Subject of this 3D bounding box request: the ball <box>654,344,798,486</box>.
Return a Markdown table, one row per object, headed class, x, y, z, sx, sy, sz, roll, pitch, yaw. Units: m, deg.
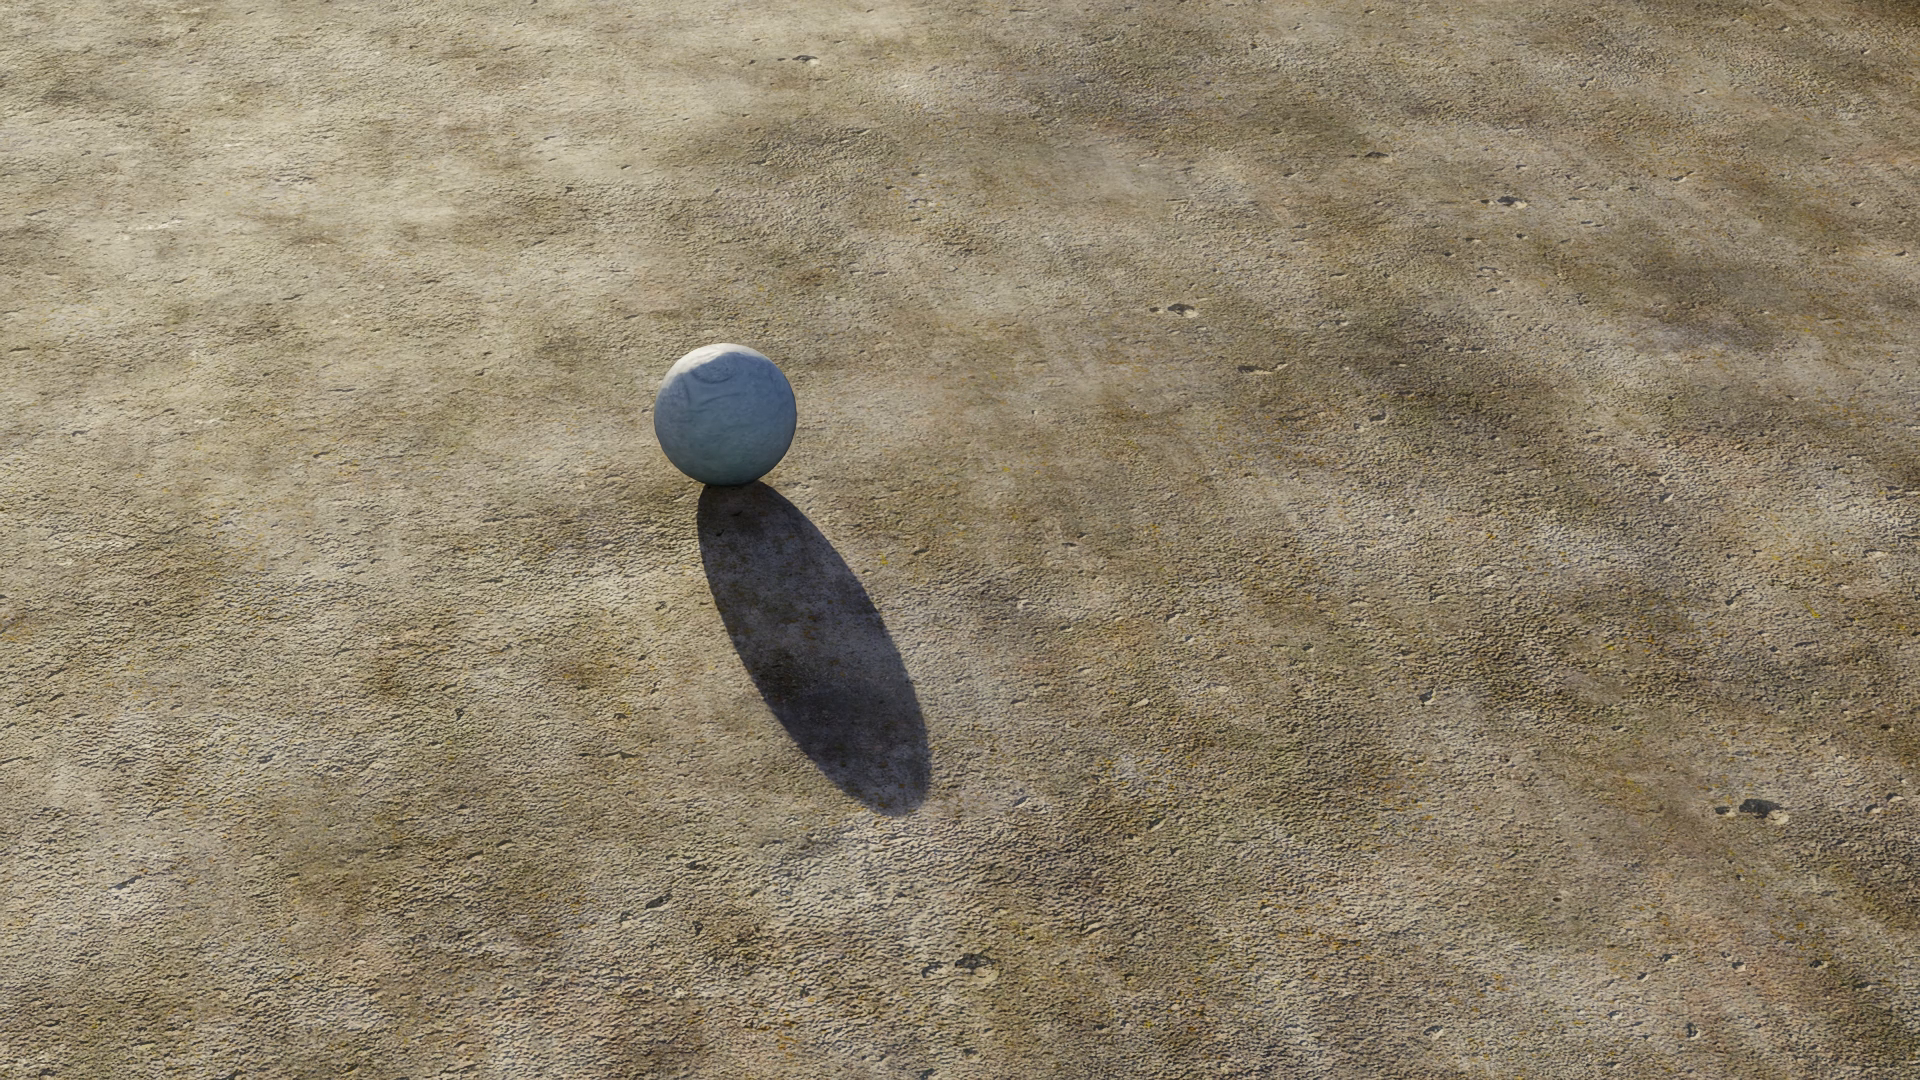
| class | x | y | z | sx | sy | sz | roll | pitch | yaw |
| --- | --- | --- | --- | --- | --- | --- | --- | --- | --- |
| ball | -0.148 | -0.079 | 1.857 | 0.091 | 0.091 | 0.091 | 0 | 29 | 0 |
